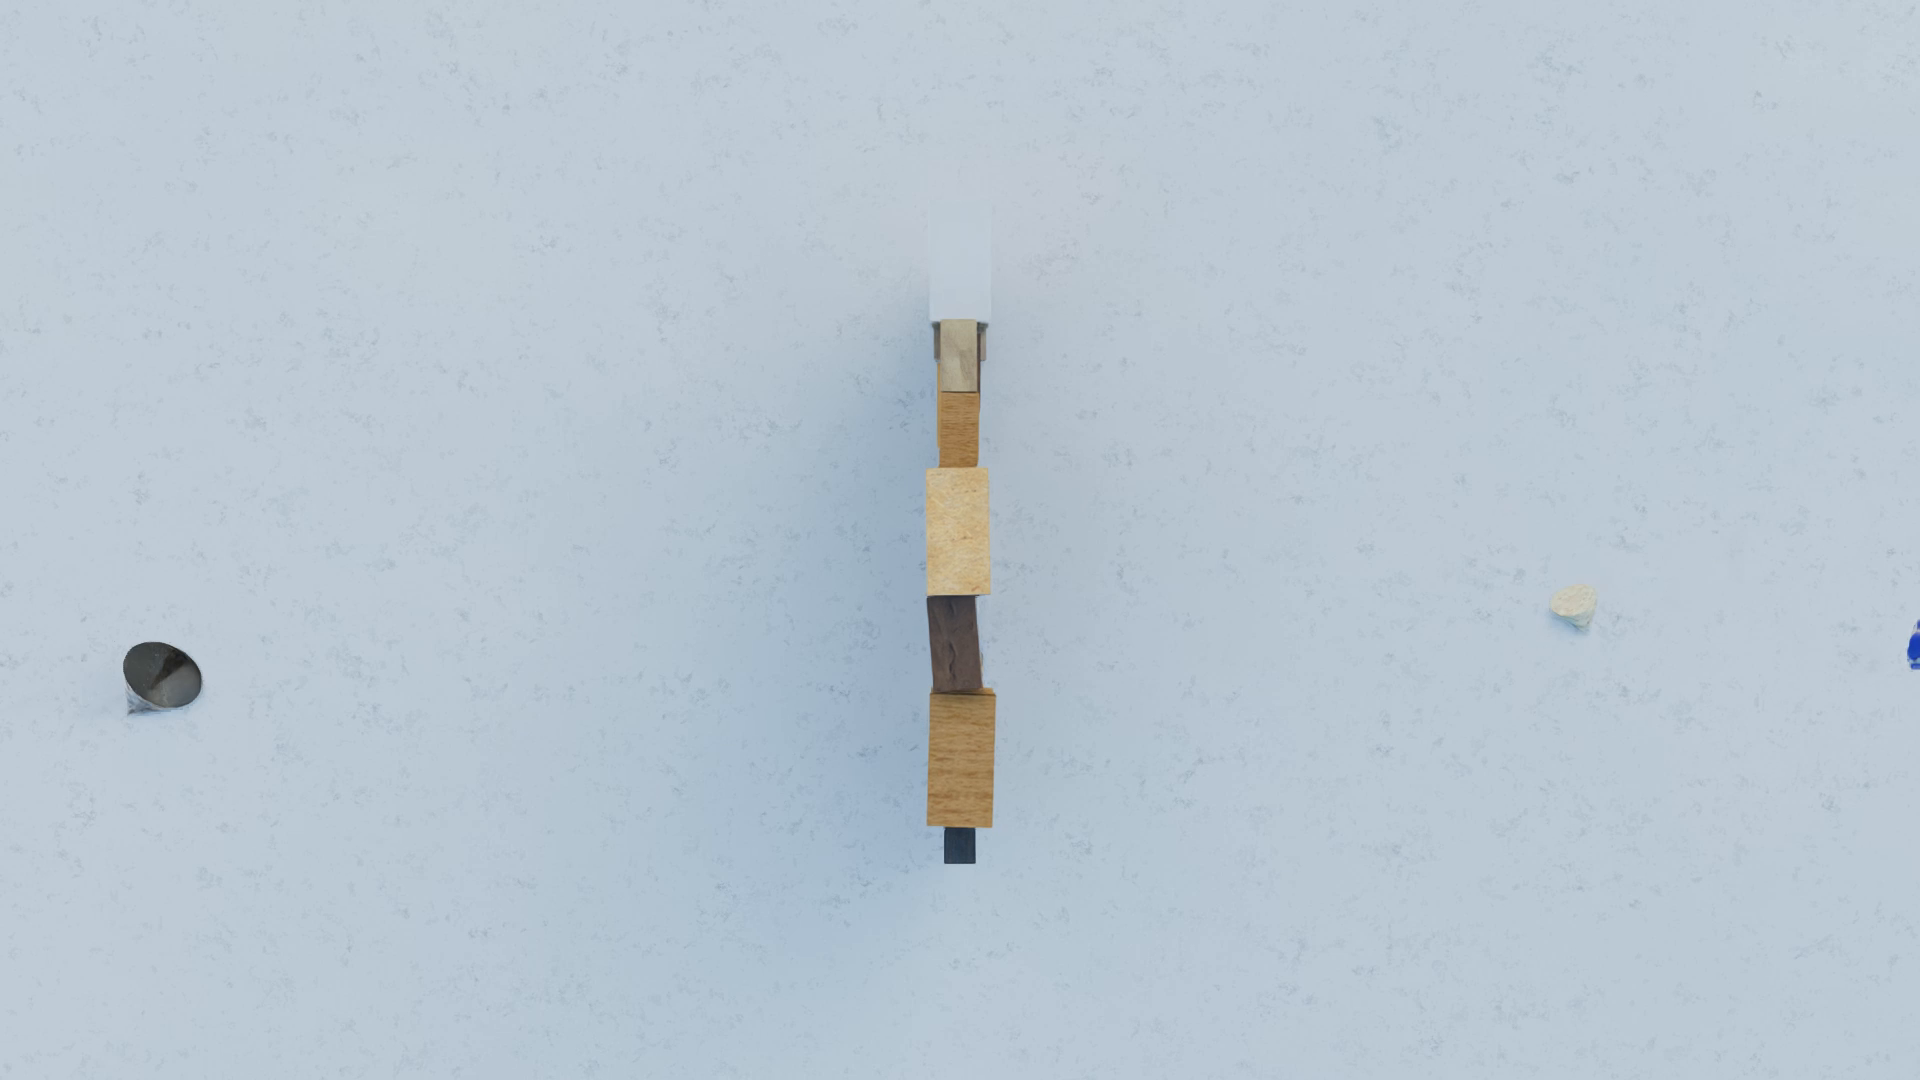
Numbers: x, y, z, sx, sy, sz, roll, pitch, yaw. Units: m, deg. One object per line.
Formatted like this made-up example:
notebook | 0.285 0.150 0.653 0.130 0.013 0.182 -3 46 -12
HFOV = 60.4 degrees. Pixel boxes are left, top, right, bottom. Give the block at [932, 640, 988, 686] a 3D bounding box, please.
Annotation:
block | -0.002 0.435 5.133 0.171 0.049 0.343 0 90 0

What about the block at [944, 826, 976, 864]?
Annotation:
block | 0.000 0.879 4.974 0.095 0.027 0.191 0 90 0

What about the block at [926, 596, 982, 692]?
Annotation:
block | -0.014 0.272 4.463 0.132 0.037 0.265 -4 93 3

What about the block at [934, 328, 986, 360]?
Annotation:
block | 0.000 -0.728 5.147 0.165 0.047 0.329 0 90 0

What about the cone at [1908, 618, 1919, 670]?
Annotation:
cone | 2.599 0.283 4.314 0.160 0.160 0.160 -11 107 -38

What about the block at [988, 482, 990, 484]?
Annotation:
block | -0.001 -0.135 4.692 0.168 0.548 0.048 0 91 1

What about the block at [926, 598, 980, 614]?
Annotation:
block | -0.018 0.186 4.612 0.132 0.265 0.037 -2 87 3

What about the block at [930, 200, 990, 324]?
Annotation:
block | 0.000 -0.801 4.751 0.174 0.049 0.348 0 90 0

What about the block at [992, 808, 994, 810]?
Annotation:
block | 0.001 0.719 4.855 0.180 0.647 0.051 0 90 0

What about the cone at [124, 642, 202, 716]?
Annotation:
cone | -2.688 0.512 5.442 0.256 0.256 0.256 -41 90 27

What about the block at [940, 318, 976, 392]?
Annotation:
block | -0.004 -0.519 4.645 0.102 0.029 0.203 0 90 0

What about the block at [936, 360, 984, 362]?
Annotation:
block | 0.000 -0.618 5.335 0.165 0.329 0.047 0 90 0

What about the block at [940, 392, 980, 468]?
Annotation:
block | -0.002 -0.304 4.631 0.108 0.031 0.216 1 90 1

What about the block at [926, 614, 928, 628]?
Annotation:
block | -0.008 0.227 5.013 0.178 0.415 0.050 -1 90 0

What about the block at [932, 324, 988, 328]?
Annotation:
block | -0.001 -0.684 4.950 0.174 0.348 0.049 0 90 0

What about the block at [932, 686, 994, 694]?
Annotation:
block | 0.007 0.470 4.710 0.180 0.359 0.051 0 93 0

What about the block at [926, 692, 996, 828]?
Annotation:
block | 0.003 0.600 4.505 0.180 0.051 0.359 2 90 0

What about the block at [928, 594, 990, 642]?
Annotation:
block | -0.006 0.111 4.767 0.178 0.050 0.356 -1 95 1

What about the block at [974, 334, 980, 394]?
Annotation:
block | 0.003 -0.496 4.879 0.114 0.032 0.229 0 90 0

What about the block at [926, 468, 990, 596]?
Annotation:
block | -0.005 -0.022 4.383 0.168 0.048 0.337 -1 86 1

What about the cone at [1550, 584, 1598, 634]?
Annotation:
cone | 2.060 0.255 5.463 0.155 0.155 0.155 -32 116 0

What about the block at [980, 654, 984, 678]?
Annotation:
block | 0.000 0.363 4.689 0.132 0.399 0.037 -5 90 1

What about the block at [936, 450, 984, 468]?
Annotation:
block | 0.000 -0.136 5.184 0.148 0.042 0.295 0 90 0

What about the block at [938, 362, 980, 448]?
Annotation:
block | -0.005 -0.425 5.214 0.134 0.038 0.267 0 90 0
